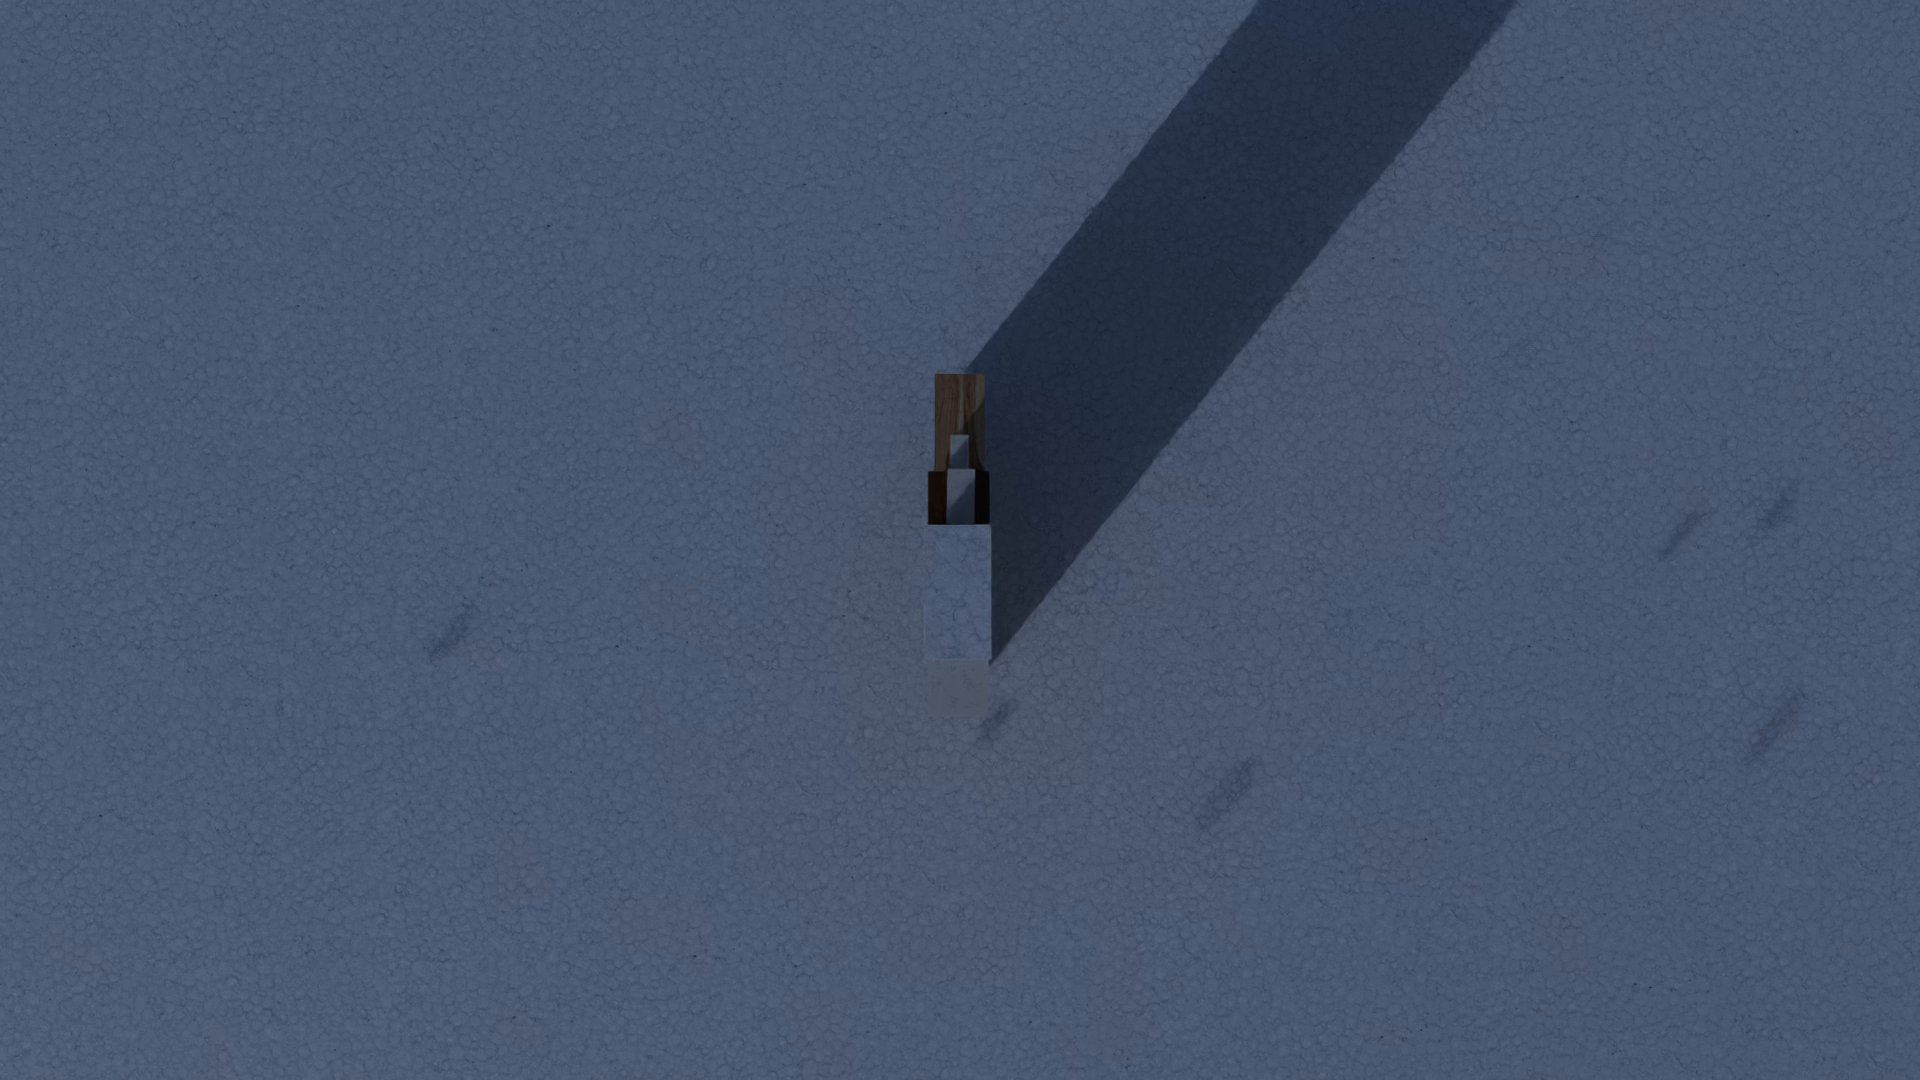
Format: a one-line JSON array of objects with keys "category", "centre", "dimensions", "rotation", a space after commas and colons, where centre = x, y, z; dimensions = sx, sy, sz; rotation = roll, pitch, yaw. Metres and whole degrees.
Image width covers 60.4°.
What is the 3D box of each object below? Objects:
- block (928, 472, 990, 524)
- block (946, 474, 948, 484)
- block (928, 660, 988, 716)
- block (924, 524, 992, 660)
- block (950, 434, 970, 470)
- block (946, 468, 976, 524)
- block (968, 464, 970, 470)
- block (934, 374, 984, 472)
[{"category": "block", "centre": [-0.004, -0.019, 4.483], "dimensions": [0.166, 0.047, 0.332], "rotation": [0, 89, 0]}, {"category": "block", "centre": [0.001, -0.161, 4.389], "dimensions": [0.072, 0.144, 0.020], "rotation": [0, 90, 0]}, {"category": "block", "centre": [-0.006, 0.315, 4.520], "dimensions": [0.165, 0.047, 0.330], "rotation": [0, 91, 0]}, {"category": "block", "centre": [-0.005, 0.128, 4.101], "dimensions": [0.167, 0.047, 0.334], "rotation": [0, 90, 0]}, {"category": "block", "centre": [-0.001, -0.245, 4.657], "dimensions": [0.052, 0.015, 0.104], "rotation": [0, 90, 1]}, {"category": "block", "centre": [0.002, -0.113, 4.305], "dimensions": [0.072, 0.020, 0.144], "rotation": [1, 89, 0]}, {"category": "block", "centre": [0.000, -0.210, 4.717], "dimensions": [0.052, 0.104, 0.015], "rotation": [0, 90, 1]}, {"category": "block", "centre": [-0.001, -0.336, 4.790], "dimensions": [0.144, 0.041, 0.288], "rotation": [0, 90, 0]}]
